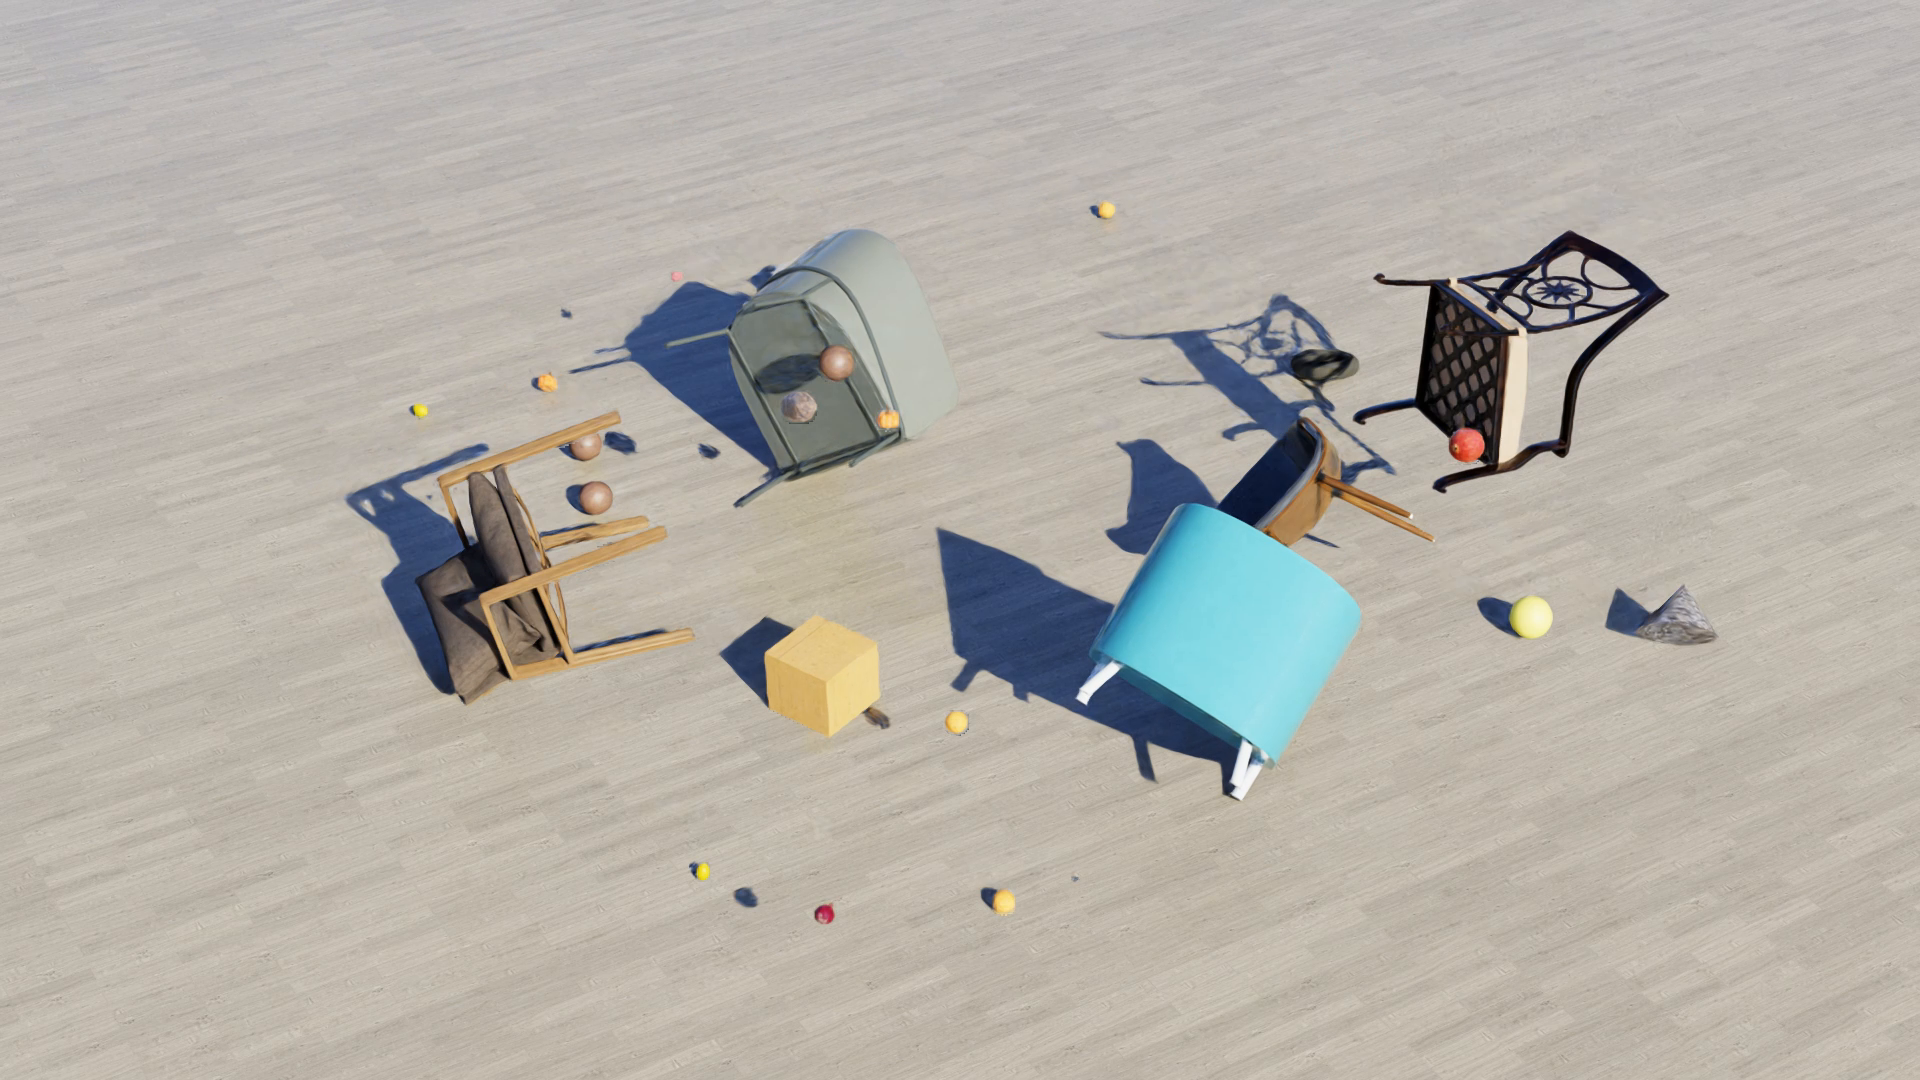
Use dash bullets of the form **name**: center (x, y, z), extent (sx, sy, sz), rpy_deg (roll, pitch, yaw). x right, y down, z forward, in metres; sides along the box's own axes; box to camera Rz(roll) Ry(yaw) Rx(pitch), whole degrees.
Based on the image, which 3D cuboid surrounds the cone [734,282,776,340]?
- **cone**: center (-0.862, -0.938, 12.200), extent (0.160, 0.206, 0.309), rpy_deg (-10, 40, -1)

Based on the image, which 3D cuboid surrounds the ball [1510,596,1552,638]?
- **ball**: center (2.024, 0.273, 10.393), extent (0.150, 0.150, 0.150), rpy_deg (0, 33, 0)

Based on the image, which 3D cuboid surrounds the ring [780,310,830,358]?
- **ring**: center (-0.638, -0.851, 12.098), extent (0.207, 0.114, 0.380), rpy_deg (13, 19, -18)

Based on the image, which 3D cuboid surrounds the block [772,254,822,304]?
- **block**: center (-0.690, -1.104, 12.413), extent (0.158, 0.094, 0.131), rpy_deg (-30, 73, 0)

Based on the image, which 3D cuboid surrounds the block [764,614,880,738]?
- **block**: center (-0.469, 0.462, 10.017), extent (0.273, 0.238, 0.271), rpy_deg (23, 42, 31)

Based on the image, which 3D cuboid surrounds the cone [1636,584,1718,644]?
- **cone**: center (2.535, 0.242, 10.314), extent (0.294, 0.196, 0.195), rpy_deg (-1, 66, 35)

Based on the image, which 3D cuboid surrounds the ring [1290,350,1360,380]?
- **ring**: center (1.488, -0.716, 11.948), extent (0.285, 0.075, 0.203), rpy_deg (-1, 28, -7)

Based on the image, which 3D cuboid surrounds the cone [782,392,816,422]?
- **cone**: center (-0.543, -0.447, 9.764), extent (0.118, 0.105, 0.158), rpy_deg (-2, 0, 1)
